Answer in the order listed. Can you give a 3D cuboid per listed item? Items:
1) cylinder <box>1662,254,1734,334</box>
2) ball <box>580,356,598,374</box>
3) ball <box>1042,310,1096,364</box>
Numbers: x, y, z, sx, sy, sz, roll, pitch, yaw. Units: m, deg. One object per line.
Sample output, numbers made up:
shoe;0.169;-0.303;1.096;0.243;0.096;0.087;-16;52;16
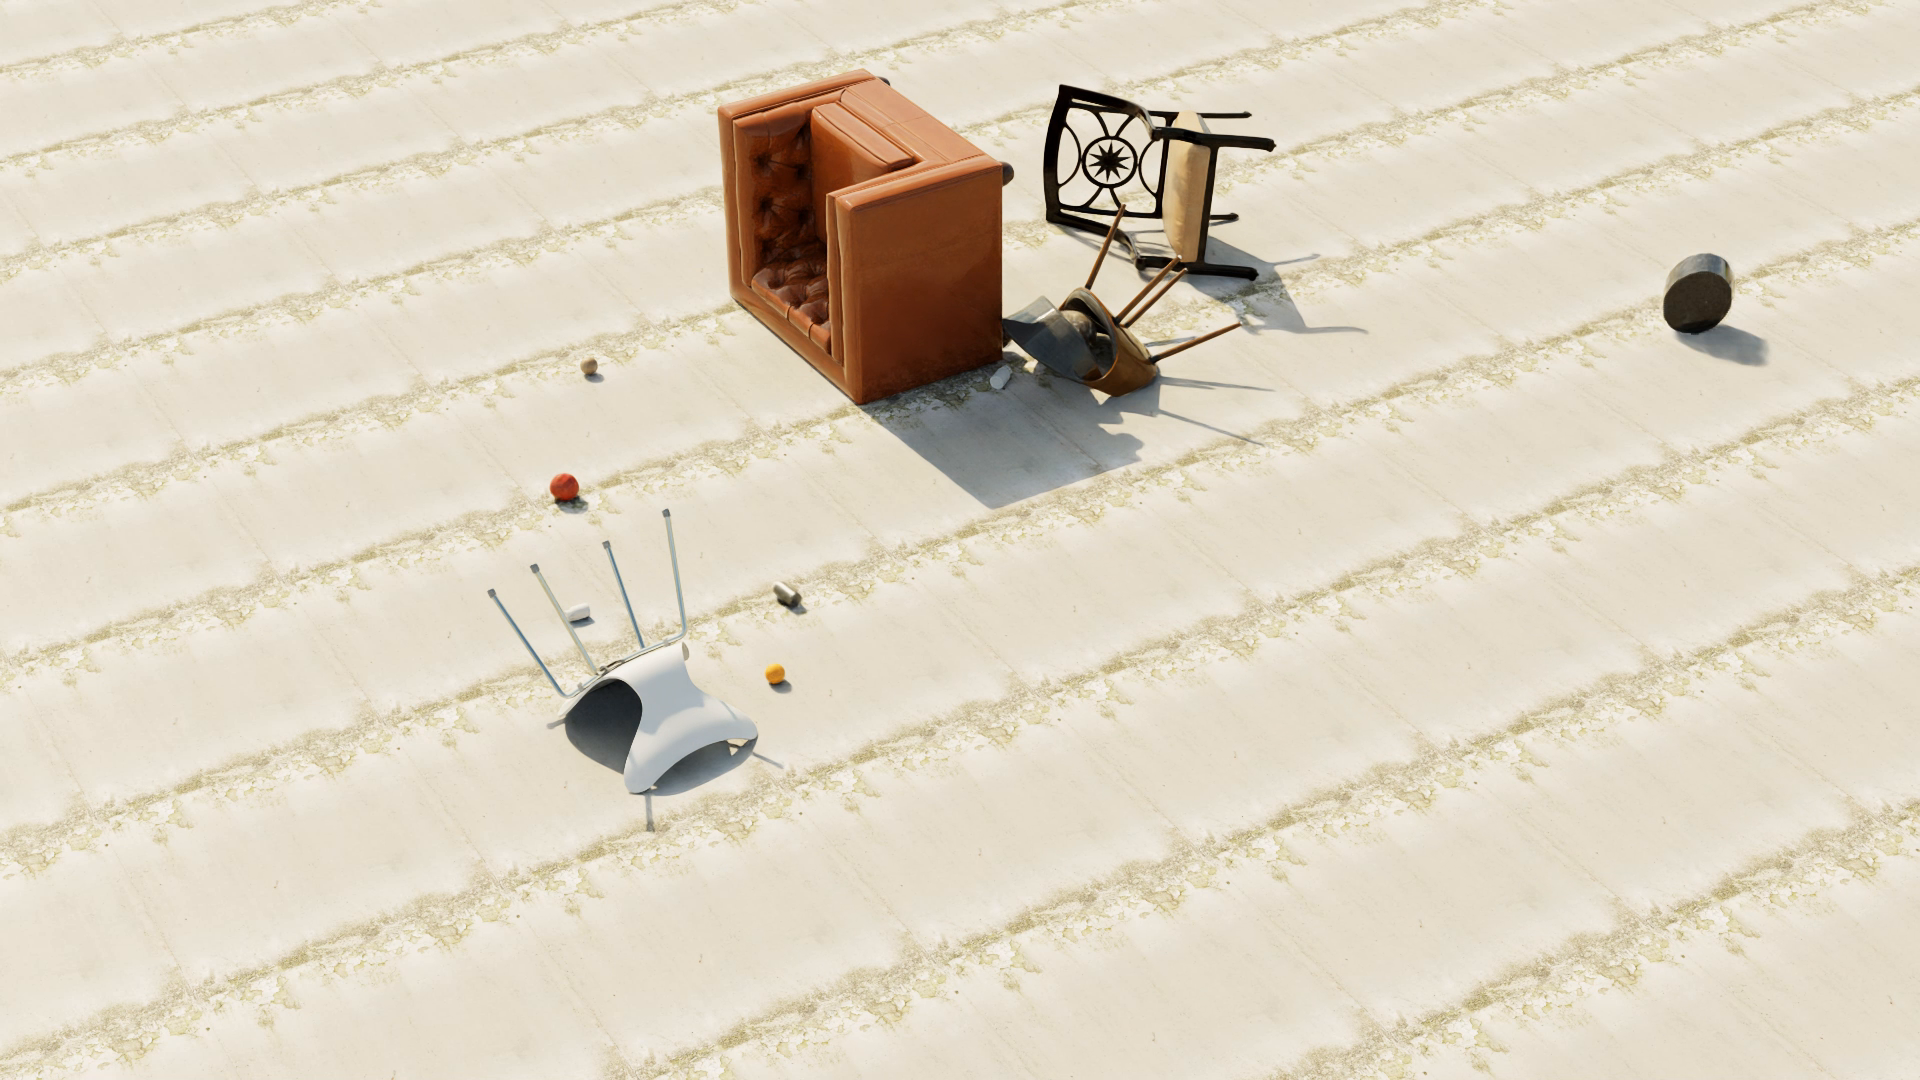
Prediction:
cylinder;3.077;-1.028;12.227;0.257;0.313;0.168;35;35;-8
ball;-1.513;-0.711;11.955;0.074;0.074;0.074;0;33;0
ball;0.446;-0.832;12.009;0.218;0.218;0.218;0;33;0
